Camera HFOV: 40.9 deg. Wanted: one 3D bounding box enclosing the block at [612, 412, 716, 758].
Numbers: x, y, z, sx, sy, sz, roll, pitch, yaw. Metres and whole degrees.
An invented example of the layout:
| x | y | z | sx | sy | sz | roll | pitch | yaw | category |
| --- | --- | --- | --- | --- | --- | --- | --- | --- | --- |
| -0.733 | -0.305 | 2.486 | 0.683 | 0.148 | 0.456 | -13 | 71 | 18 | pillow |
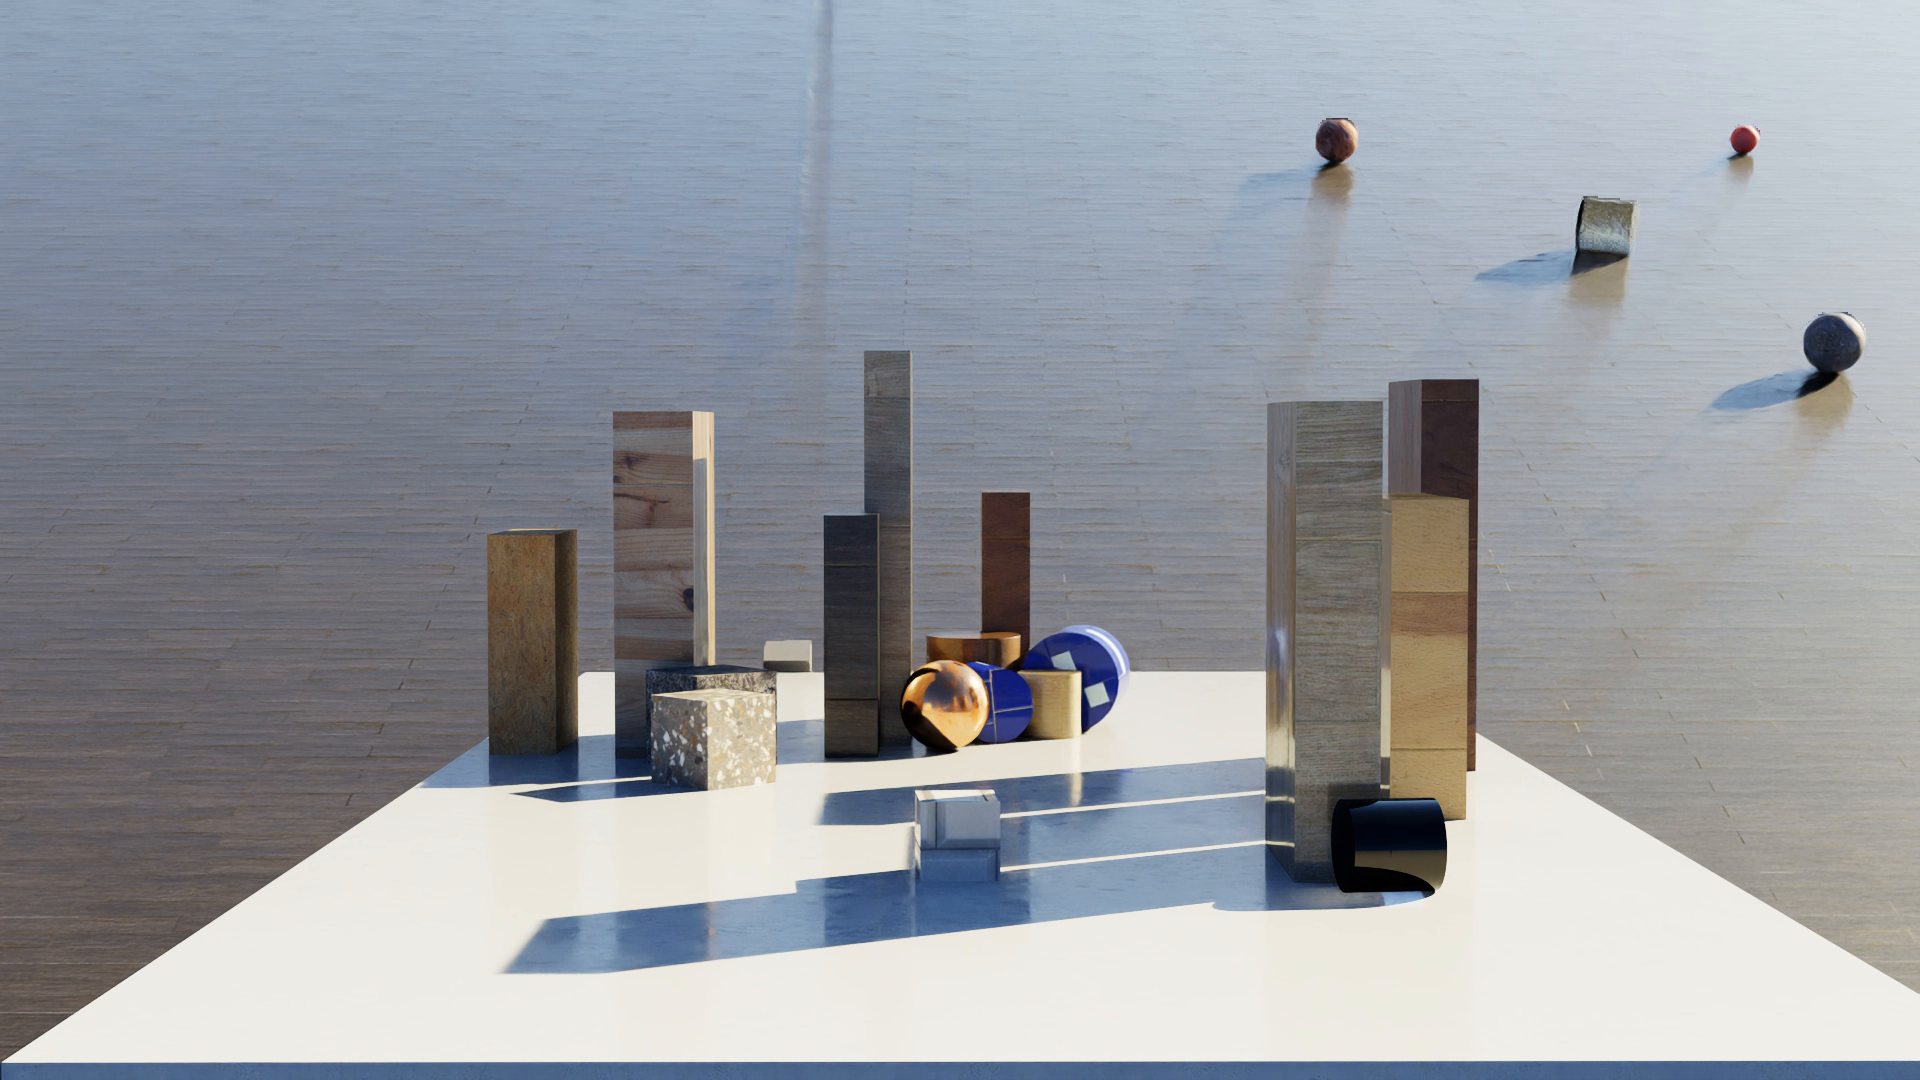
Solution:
| x | y | z | sx | sy | sz | roll | pitch | yaw | category |
| --- | --- | --- | --- | --- | --- | --- | --- | --- | --- |
| -0.575 | 0.076 | 5.035 | 0.149 | 0.652 | 0.419 | 0 | 3 | 0 | block |

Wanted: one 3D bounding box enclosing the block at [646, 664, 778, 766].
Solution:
| x | y | z | sx | sy | sz | roll | pitch | yaw | category |
| --- | --- | --- | --- | --- | --- | --- | --- | --- | --- |
| -0.460 | 0.328 | 4.756 | 0.174 | 0.174 | 0.174 | -2 | 3 | -39 | block |

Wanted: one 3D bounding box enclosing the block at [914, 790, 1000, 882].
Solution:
| x | y | z | sx | sy | sz | roll | pitch | yaw | category |
| --- | --- | --- | --- | --- | --- | --- | --- | --- | --- |
| -0.004 | 0.412 | 3.587 | 0.110 | 0.110 | 0.110 | 0 | 3 | -5 | block |

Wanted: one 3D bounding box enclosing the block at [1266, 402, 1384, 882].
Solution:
| x | y | z | sx | sy | sz | roll | pitch | yaw | category |
| --- | --- | --- | --- | --- | --- | --- | --- | --- | --- |
| 0.516 | 0.133 | 3.673 | 0.117 | 0.659 | 0.330 | 0 | 3 | 0 | block |

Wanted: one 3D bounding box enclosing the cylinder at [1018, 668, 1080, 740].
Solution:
| x | y | z | sx | sy | sz | roll | pitch | yaw | category |
| --- | --- | --- | --- | --- | --- | --- | --- | --- | --- |
| 0.180 | 0.330 | 5.191 | 0.129 | 0.129 | 0.129 | 0 | 3 | 0 | cylinder |

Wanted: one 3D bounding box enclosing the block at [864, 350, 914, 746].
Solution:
| x | y | z | sx | sy | sz | roll | pitch | yaw | category |
| --- | --- | --- | --- | --- | --- | --- | --- | --- | --- |
| -0.141 | 0.011 | 5.143 | 0.090 | 0.771 | 0.277 | 0 | 3 | 0 | block |

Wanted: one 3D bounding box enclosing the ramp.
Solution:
| x | y | z | sx | sy | sz | roll | pitch | yaw | category |
| --- | --- | --- | --- | --- | --- | --- | --- | --- | --- |
| 0.052 | 0.474 | 4.536 | 2.000 | 0.100 | 4.000 | 0 | 3 | 0 | ramp |

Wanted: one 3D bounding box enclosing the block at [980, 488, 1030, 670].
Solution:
| x | y | z | sx | sy | sz | roll | pitch | yaw | category |
| --- | --- | --- | --- | --- | --- | --- | --- | --- | --- |
| 0.096 | 0.136 | 5.541 | 0.101 | 0.486 | 0.287 | 0 | 3 | 0 | block |

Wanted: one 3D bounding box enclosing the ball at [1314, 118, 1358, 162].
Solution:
| x | y | z | sx | sy | sz | roll | pitch | yaw | category |
| --- | --- | --- | --- | --- | --- | --- | --- | --- | --- |
| 1.705 | -1.810 | 11.651 | 0.195 | 0.195 | 0.195 | 0 | 23 | 0 | ball |

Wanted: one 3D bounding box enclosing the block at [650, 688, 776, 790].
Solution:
| x | y | z | sx | sy | sz | roll | pitch | yaw | category |
| --- | --- | --- | --- | --- | --- | --- | --- | --- | --- |
| -0.433 | 0.348 | 4.515 | 0.154 | 0.154 | 0.154 | 2 | 4 | 45 | block |

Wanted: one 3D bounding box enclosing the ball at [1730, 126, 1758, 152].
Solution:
| x | y | z | sx | sy | sz | roll | pitch | yaw | category |
| --- | --- | --- | --- | --- | --- | --- | --- | --- | --- |
| 3.603 | -1.840 | 11.815 | 0.124 | 0.124 | 0.124 | 0 | 23 | 0 | ball |

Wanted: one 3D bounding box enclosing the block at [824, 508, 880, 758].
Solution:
| x | y | z | sx | sy | sz | roll | pitch | yaw | category |
| --- | --- | --- | --- | --- | --- | --- | --- | --- | --- |
| -0.206 | 0.173 | 5.050 | 0.101 | 0.457 | 0.421 | 0 | 3 | 0 | block |

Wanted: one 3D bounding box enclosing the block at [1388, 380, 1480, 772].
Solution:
| x | y | z | sx | sy | sz | roll | pitch | yaw | category |
| --- | --- | --- | --- | --- | --- | --- | --- | --- | --- |
| 0.881 | 0.057 | 4.817 | 0.103 | 0.708 | 0.353 | 0 | 3 | 0 | block |

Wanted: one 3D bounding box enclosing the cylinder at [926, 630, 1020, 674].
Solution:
| x | y | z | sx | sy | sz | roll | pitch | yaw | category |
| --- | --- | --- | --- | --- | --- | --- | --- | --- | --- |
| 0.027 | 0.292 | 5.308 | 0.195 | 0.195 | 0.195 | 0 | 3 | 0 | cylinder |

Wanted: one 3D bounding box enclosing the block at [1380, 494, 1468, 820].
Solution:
| x | y | z | sx | sy | sz | roll | pitch | yaw | category |
| --- | --- | --- | --- | --- | --- | --- | --- | --- | --- |
| 0.743 | 0.182 | 4.267 | 0.122 | 0.508 | 0.385 | 0 | 3 | 0 | block |

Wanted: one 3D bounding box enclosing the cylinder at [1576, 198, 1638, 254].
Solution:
| x | y | z | sx | sy | sz | roll | pitch | yaw | category |
| --- | --- | --- | --- | --- | --- | --- | --- | --- | --- |
| 2.591 | -1.257 | 10.309 | 0.210 | 0.210 | 0.210 | 9 | 24 | 20 | cylinder |

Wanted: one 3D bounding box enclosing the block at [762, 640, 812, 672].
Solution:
| x | y | z | sx | sy | sz | roll | pitch | yaw | category |
| --- | --- | --- | --- | --- | --- | --- | --- | --- | --- |
| -0.443 | 0.337 | 6.618 | 0.117 | 0.117 | 0.117 | 0 | 23 | -1 | block |

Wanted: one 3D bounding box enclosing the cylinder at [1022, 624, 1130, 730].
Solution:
| x | y | z | sx | sy | sz | roll | pitch | yaw | category |
| --- | --- | --- | --- | --- | --- | --- | --- | --- | --- |
| 0.241 | 0.285 | 5.348 | 0.204 | 0.204 | 0.204 | 4 | 3 | 10 | cylinder |

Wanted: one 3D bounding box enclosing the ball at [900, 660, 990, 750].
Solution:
| x | y | z | sx | sy | sz | roll | pitch | yaw | category |
| --- | --- | --- | --- | --- | --- | --- | --- | --- | --- |
| -0.029 | 0.318 | 4.962 | 0.174 | 0.174 | 0.174 | 0 | 23 | 0 | ball |

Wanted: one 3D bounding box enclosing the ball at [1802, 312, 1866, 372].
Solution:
| x | y | z | sx | sy | sz | roll | pitch | yaw | category |
| --- | --- | --- | --- | --- | --- | --- | --- | --- | --- |
| 3.039 | -0.687 | 8.950 | 0.207 | 0.207 | 0.207 | 0 | 23 | 0 | ball |

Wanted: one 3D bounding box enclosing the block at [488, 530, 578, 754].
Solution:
| x | y | z | sx | sy | sz | roll | pitch | yaw | category |
| --- | --- | --- | --- | --- | --- | --- | --- | --- | --- |
| -0.833 | 0.193 | 5.033 | 0.128 | 0.418 | 0.290 | 0 | 3 | 0 | block |
